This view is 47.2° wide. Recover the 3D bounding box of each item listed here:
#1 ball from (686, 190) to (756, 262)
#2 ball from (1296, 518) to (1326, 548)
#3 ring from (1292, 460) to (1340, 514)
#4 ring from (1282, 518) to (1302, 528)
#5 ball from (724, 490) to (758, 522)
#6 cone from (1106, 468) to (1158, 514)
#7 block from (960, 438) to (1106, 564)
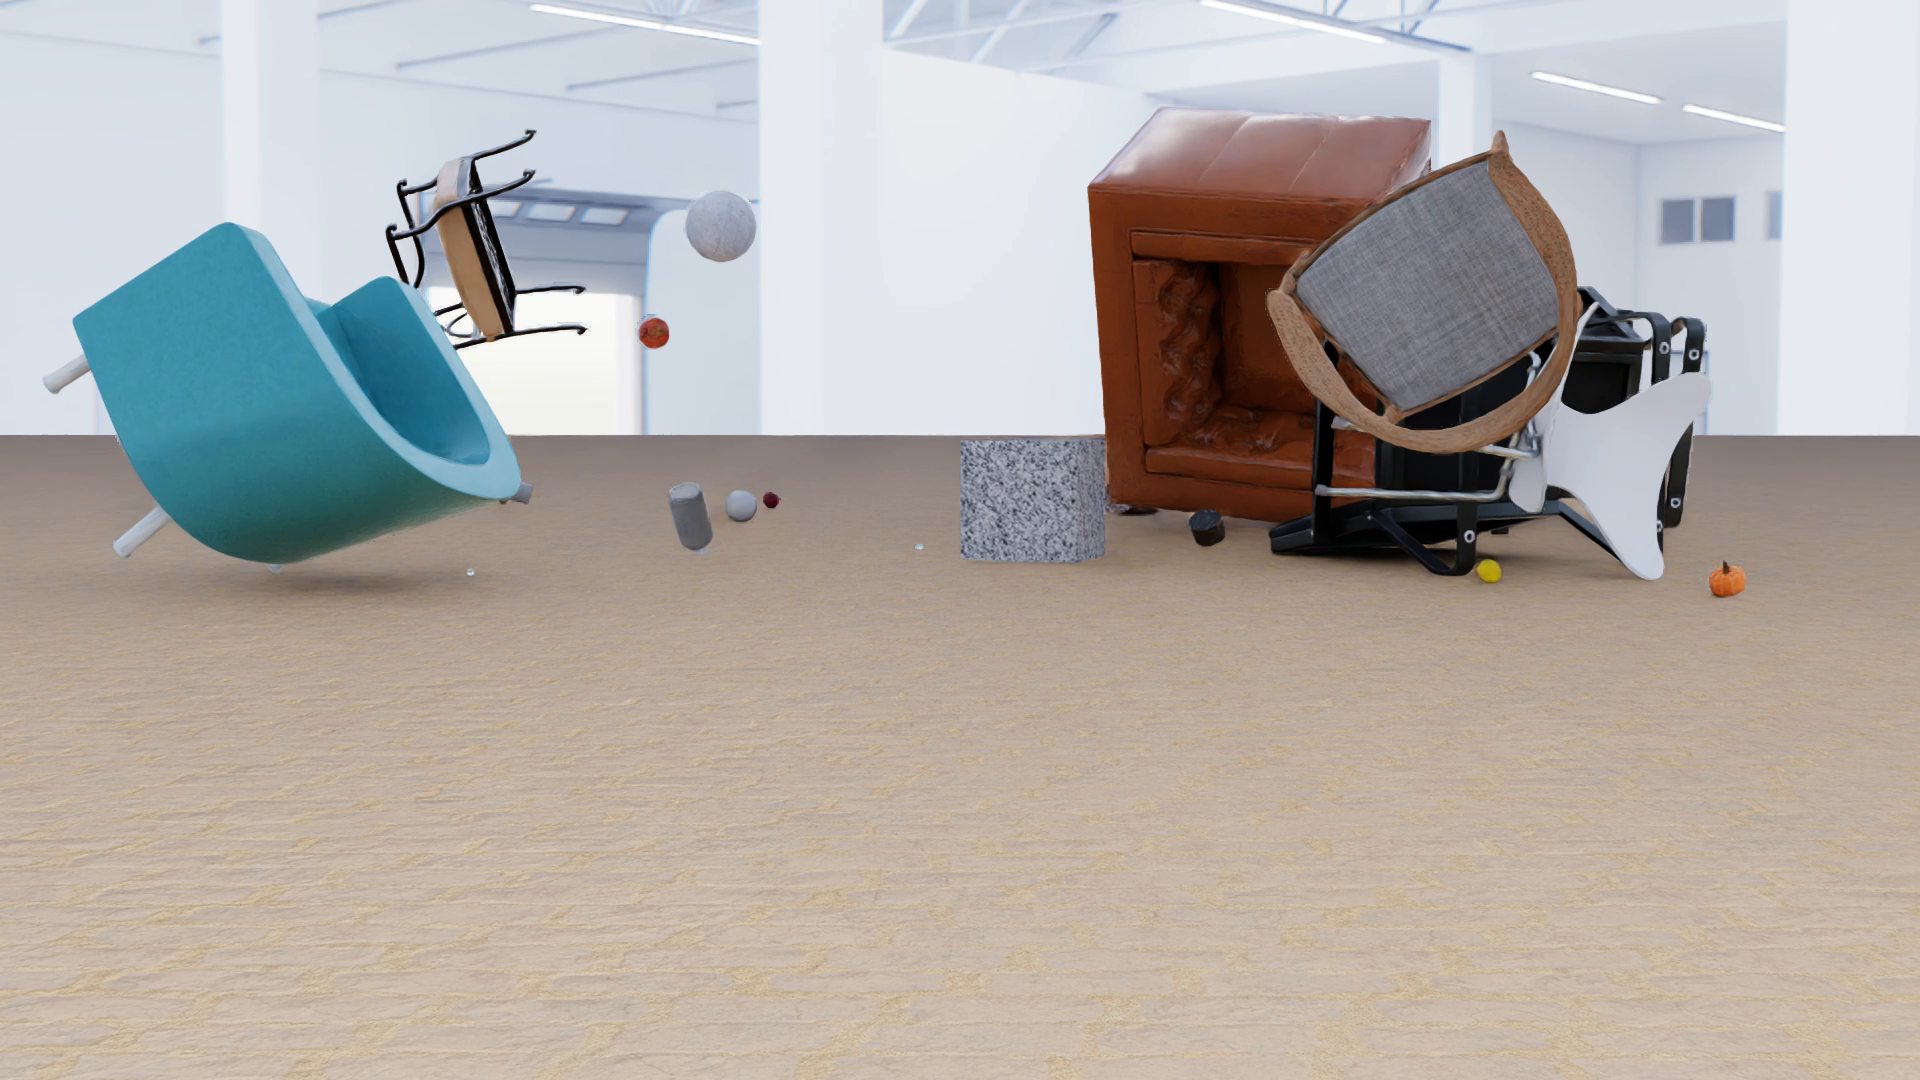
[{"bbox_3d":[-0.491,-0.644,4.512,0.145,0.145,0.145,0,4,0],"label":"ball"},{"bbox_3d":[0.995,-0.020,6.237,0.082,0.082,0.082,0,4,0],"label":"ball"},{"bbox_3d":[1.275,-0.189,7.869,0.105,0.204,0.283,35,15,10],"label":"ring"},{"bbox_3d":[1.084,-0.056,7.166,0.061,0.028,0.081,-2,4,-12],"label":"ring"},{"bbox_3d":[-0.739,-0.115,7.425,0.109,0.109,0.109,0,4,0],"label":"ball"},{"bbox_3d":[0.651,-0.136,7.911,0.188,0.182,0.216,29,-29,-33],"label":"cone"},{"bbox_3d":[0.198,-0.110,5.855,0.311,0.314,0.310,1,4,18],"label":"block"}]
